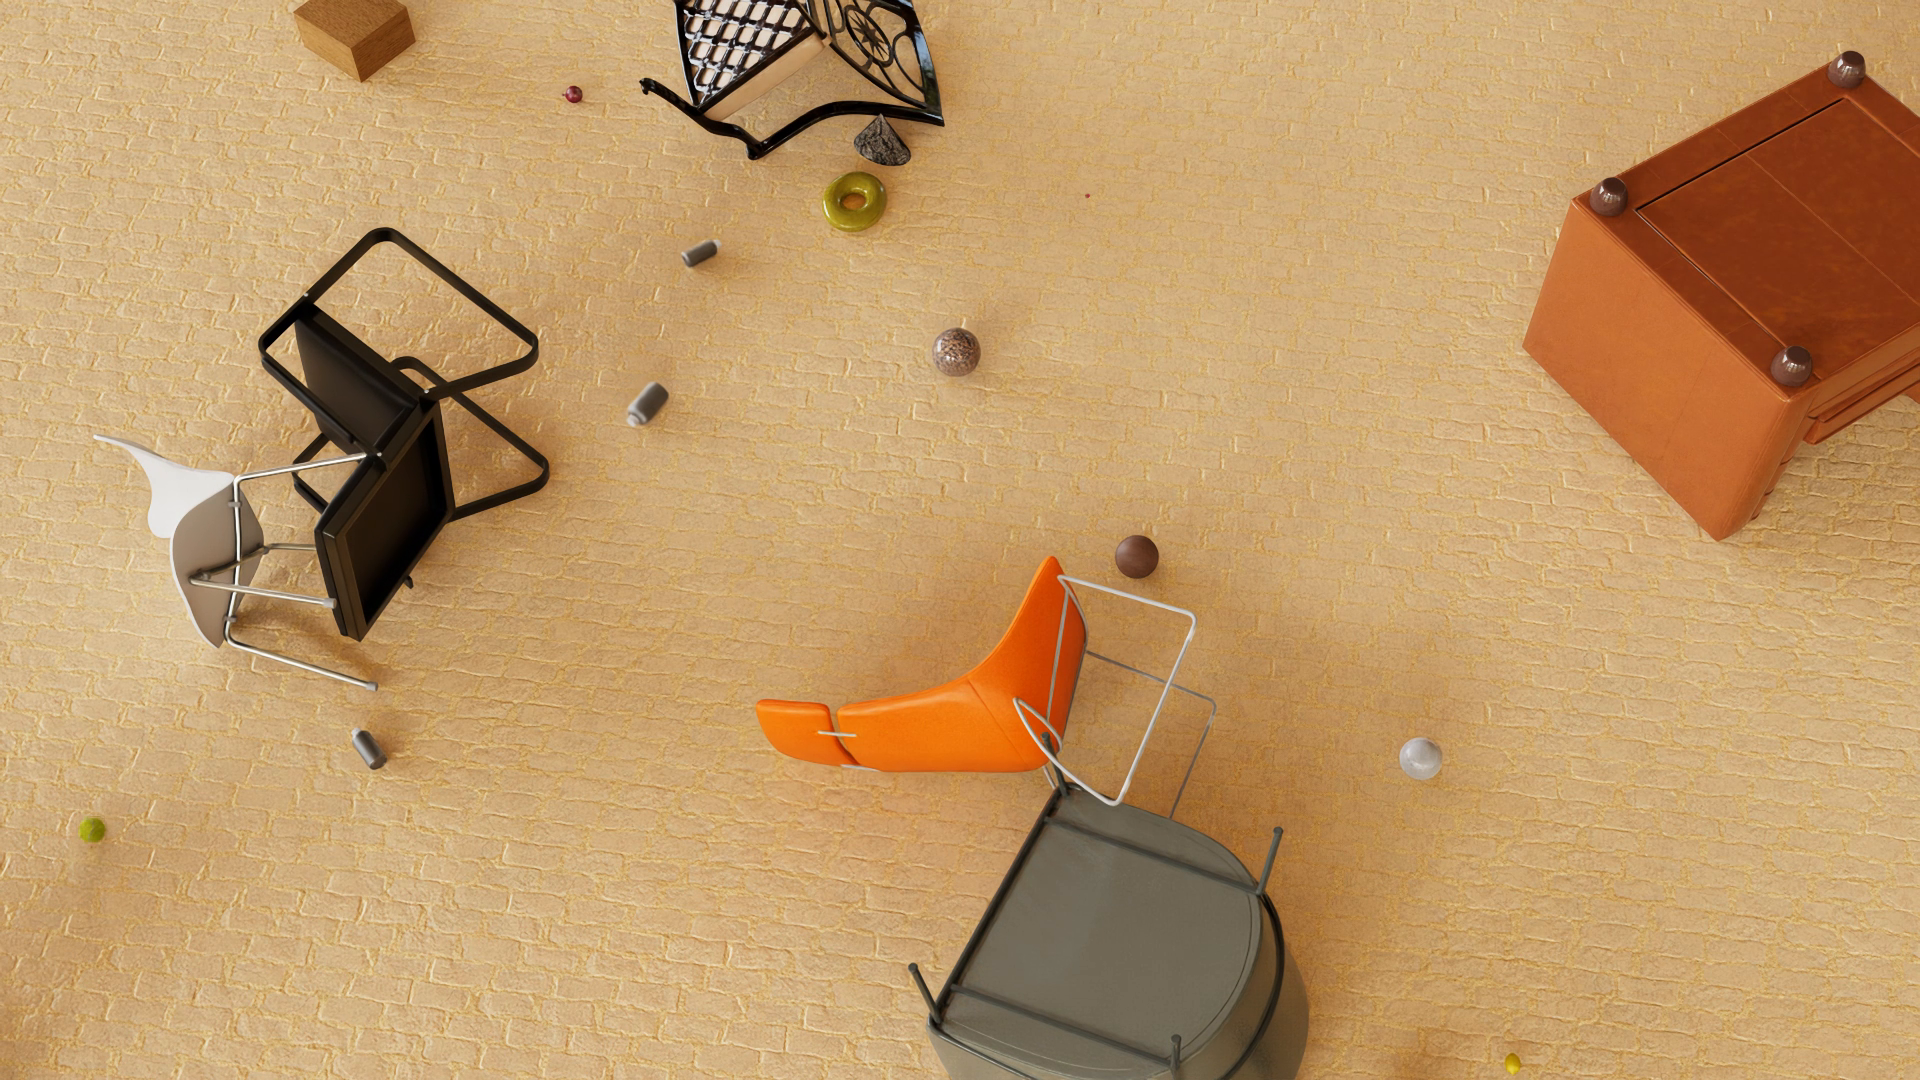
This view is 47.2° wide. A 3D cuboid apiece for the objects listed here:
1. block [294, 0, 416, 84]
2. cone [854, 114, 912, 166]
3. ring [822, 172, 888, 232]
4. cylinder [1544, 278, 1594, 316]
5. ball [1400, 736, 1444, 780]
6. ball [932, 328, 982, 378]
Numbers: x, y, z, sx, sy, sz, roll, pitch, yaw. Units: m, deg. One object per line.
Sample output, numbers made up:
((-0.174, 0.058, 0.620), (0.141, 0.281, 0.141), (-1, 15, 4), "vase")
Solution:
((-2.113, -1.792, 7.679), (0.289, 0.162, 0.261), (33, 62, 20), "block")
((-0.263, -1.374, 7.393), (0.215, 0.171, 0.133), (26, 60, 16), "cone")
((-0.350, -1.122, 7.290), (0.216, 0.062, 0.261), (11, 56, 6), "ring")
((1.940, -0.773, 7.010), (0.090, 0.153, 0.084), (-28, 91, -17), "cylinder")
((1.278, 0.606, 6.096), (0.119, 0.119, 0.119), (0, 56, 0), "ball")
((-0.012, -0.586, 6.873), (0.157, 0.157, 0.157), (0, 56, 0), "ball")
